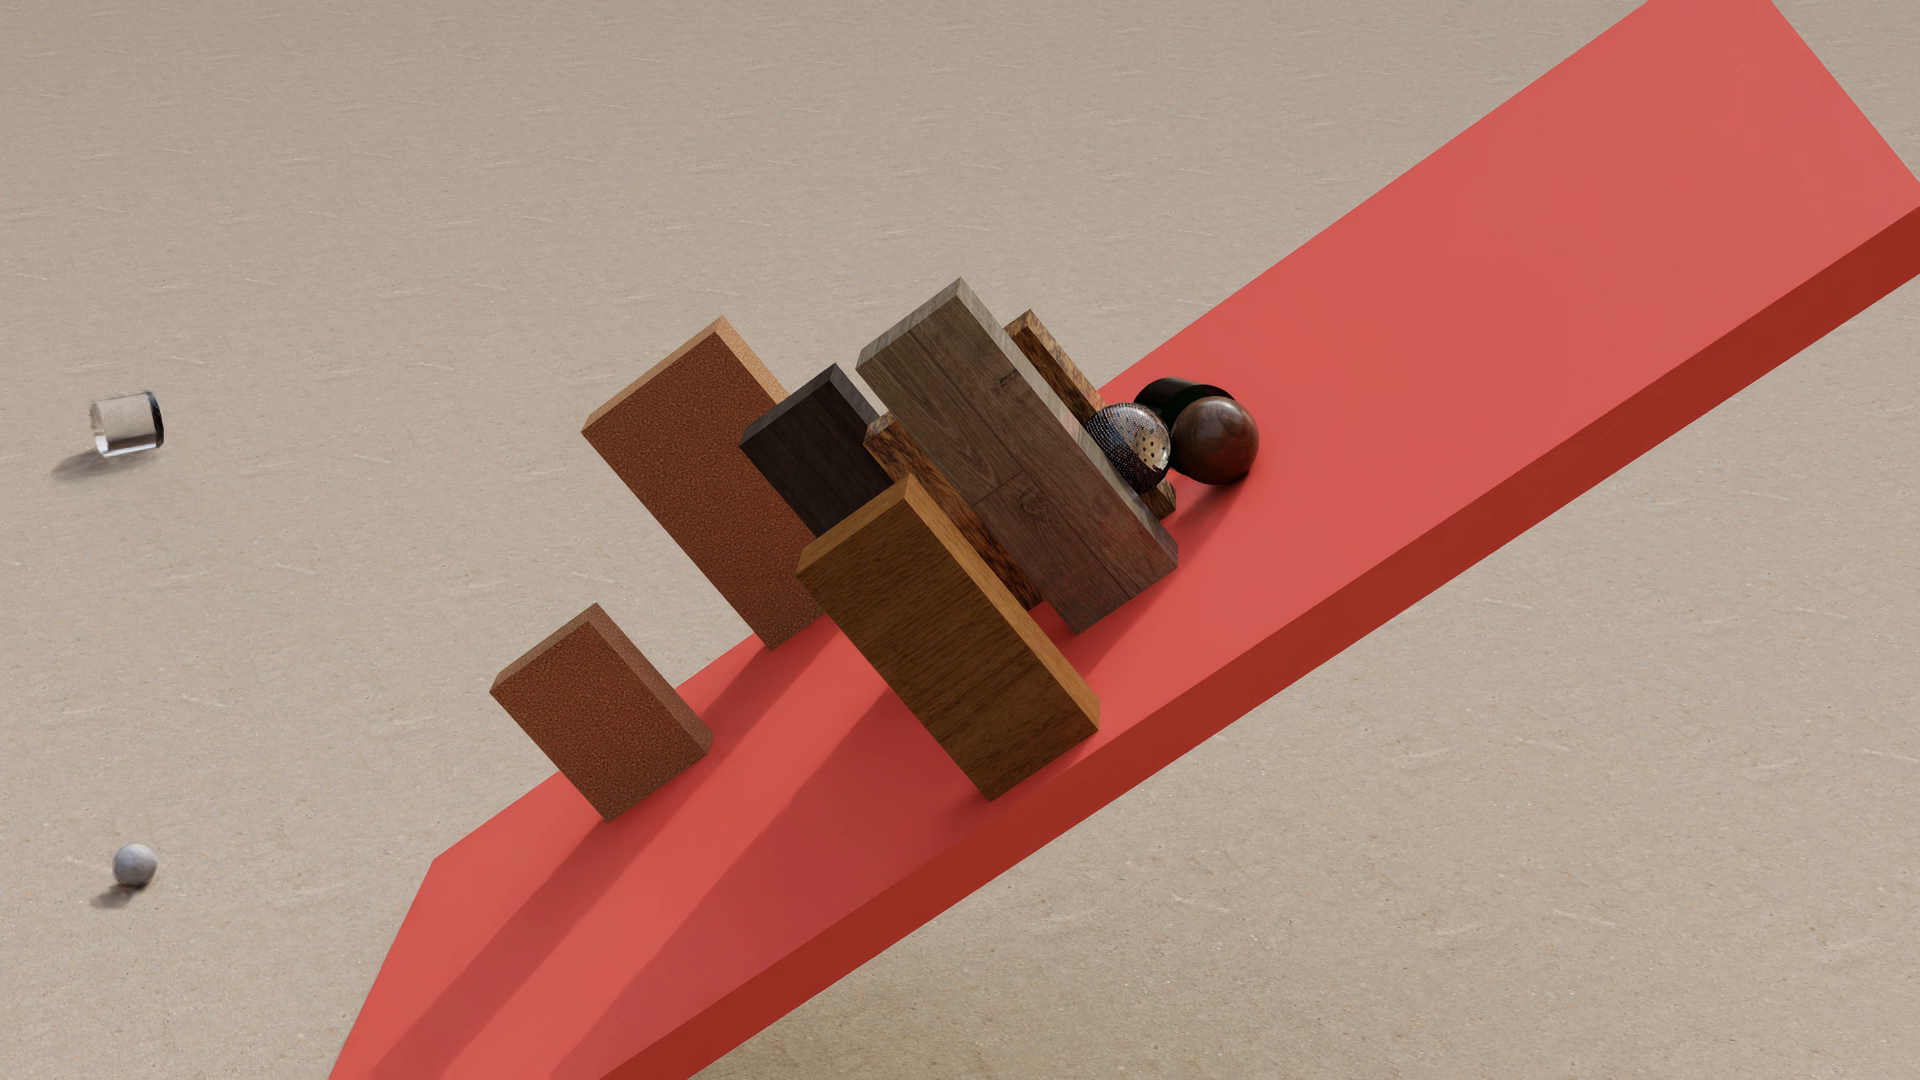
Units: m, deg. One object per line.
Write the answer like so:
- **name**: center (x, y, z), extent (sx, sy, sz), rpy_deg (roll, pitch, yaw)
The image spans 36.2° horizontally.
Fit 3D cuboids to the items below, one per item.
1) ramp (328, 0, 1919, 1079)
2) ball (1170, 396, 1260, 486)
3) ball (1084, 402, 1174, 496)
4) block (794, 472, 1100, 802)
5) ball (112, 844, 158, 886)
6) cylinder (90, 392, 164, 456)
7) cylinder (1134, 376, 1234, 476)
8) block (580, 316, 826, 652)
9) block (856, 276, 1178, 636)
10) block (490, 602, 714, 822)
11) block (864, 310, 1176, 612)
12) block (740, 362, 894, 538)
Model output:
- **ramp**: center (0.125, 0.182, 6.330), extent (4.000, 0.100, 2.000), rpy_deg (-35, 16, 17)
- **ball**: center (0.516, -0.202, 5.960), extent (0.181, 0.181, 0.181), rpy_deg (0, 23, 0)
- **ball**: center (0.333, -0.182, 5.930), extent (0.193, 0.193, 0.193), rpy_deg (0, 23, 0)
- **block**: center (-0.018, 0.182, 5.402), extent (0.254, 0.573, 0.124), rpy_deg (-35, 16, 17)
- **ball**: center (-2.199, 0.866, 7.839), extent (0.113, 0.113, 0.113), rpy_deg (0, 23, 0)
- **cylinder**: center (-3.042, -0.424, 10.742), extent (0.207, 0.207, 0.207), rpy_deg (-13, 26, -28)
- **cylinder**: center (0.472, -0.237, 6.139), extent (0.193, 0.193, 0.193), rpy_deg (-6, 9, -14)
- **block**: center (-0.517, -0.132, 7.146), extent (0.427, 0.721, 0.119), rpy_deg (-35, 16, 17)
- **block**: center (0.117, -0.160, 5.789), extent (0.251, 0.705, 0.115), rpy_deg (-35, 16, 17)
- **block**: center (-0.845, 0.410, 6.949), extent (0.312, 0.431, 0.104), rpy_deg (-35, 16, 17)
- **block**: center (0.127, -0.151, 6.122), extent (0.430, 0.502, 0.110), rpy_deg (-35, 16, 17)
- **block**: center (-0.172, -0.055, 6.309), extent (0.249, 0.628, 0.111), rpy_deg (-35, 16, 17)
